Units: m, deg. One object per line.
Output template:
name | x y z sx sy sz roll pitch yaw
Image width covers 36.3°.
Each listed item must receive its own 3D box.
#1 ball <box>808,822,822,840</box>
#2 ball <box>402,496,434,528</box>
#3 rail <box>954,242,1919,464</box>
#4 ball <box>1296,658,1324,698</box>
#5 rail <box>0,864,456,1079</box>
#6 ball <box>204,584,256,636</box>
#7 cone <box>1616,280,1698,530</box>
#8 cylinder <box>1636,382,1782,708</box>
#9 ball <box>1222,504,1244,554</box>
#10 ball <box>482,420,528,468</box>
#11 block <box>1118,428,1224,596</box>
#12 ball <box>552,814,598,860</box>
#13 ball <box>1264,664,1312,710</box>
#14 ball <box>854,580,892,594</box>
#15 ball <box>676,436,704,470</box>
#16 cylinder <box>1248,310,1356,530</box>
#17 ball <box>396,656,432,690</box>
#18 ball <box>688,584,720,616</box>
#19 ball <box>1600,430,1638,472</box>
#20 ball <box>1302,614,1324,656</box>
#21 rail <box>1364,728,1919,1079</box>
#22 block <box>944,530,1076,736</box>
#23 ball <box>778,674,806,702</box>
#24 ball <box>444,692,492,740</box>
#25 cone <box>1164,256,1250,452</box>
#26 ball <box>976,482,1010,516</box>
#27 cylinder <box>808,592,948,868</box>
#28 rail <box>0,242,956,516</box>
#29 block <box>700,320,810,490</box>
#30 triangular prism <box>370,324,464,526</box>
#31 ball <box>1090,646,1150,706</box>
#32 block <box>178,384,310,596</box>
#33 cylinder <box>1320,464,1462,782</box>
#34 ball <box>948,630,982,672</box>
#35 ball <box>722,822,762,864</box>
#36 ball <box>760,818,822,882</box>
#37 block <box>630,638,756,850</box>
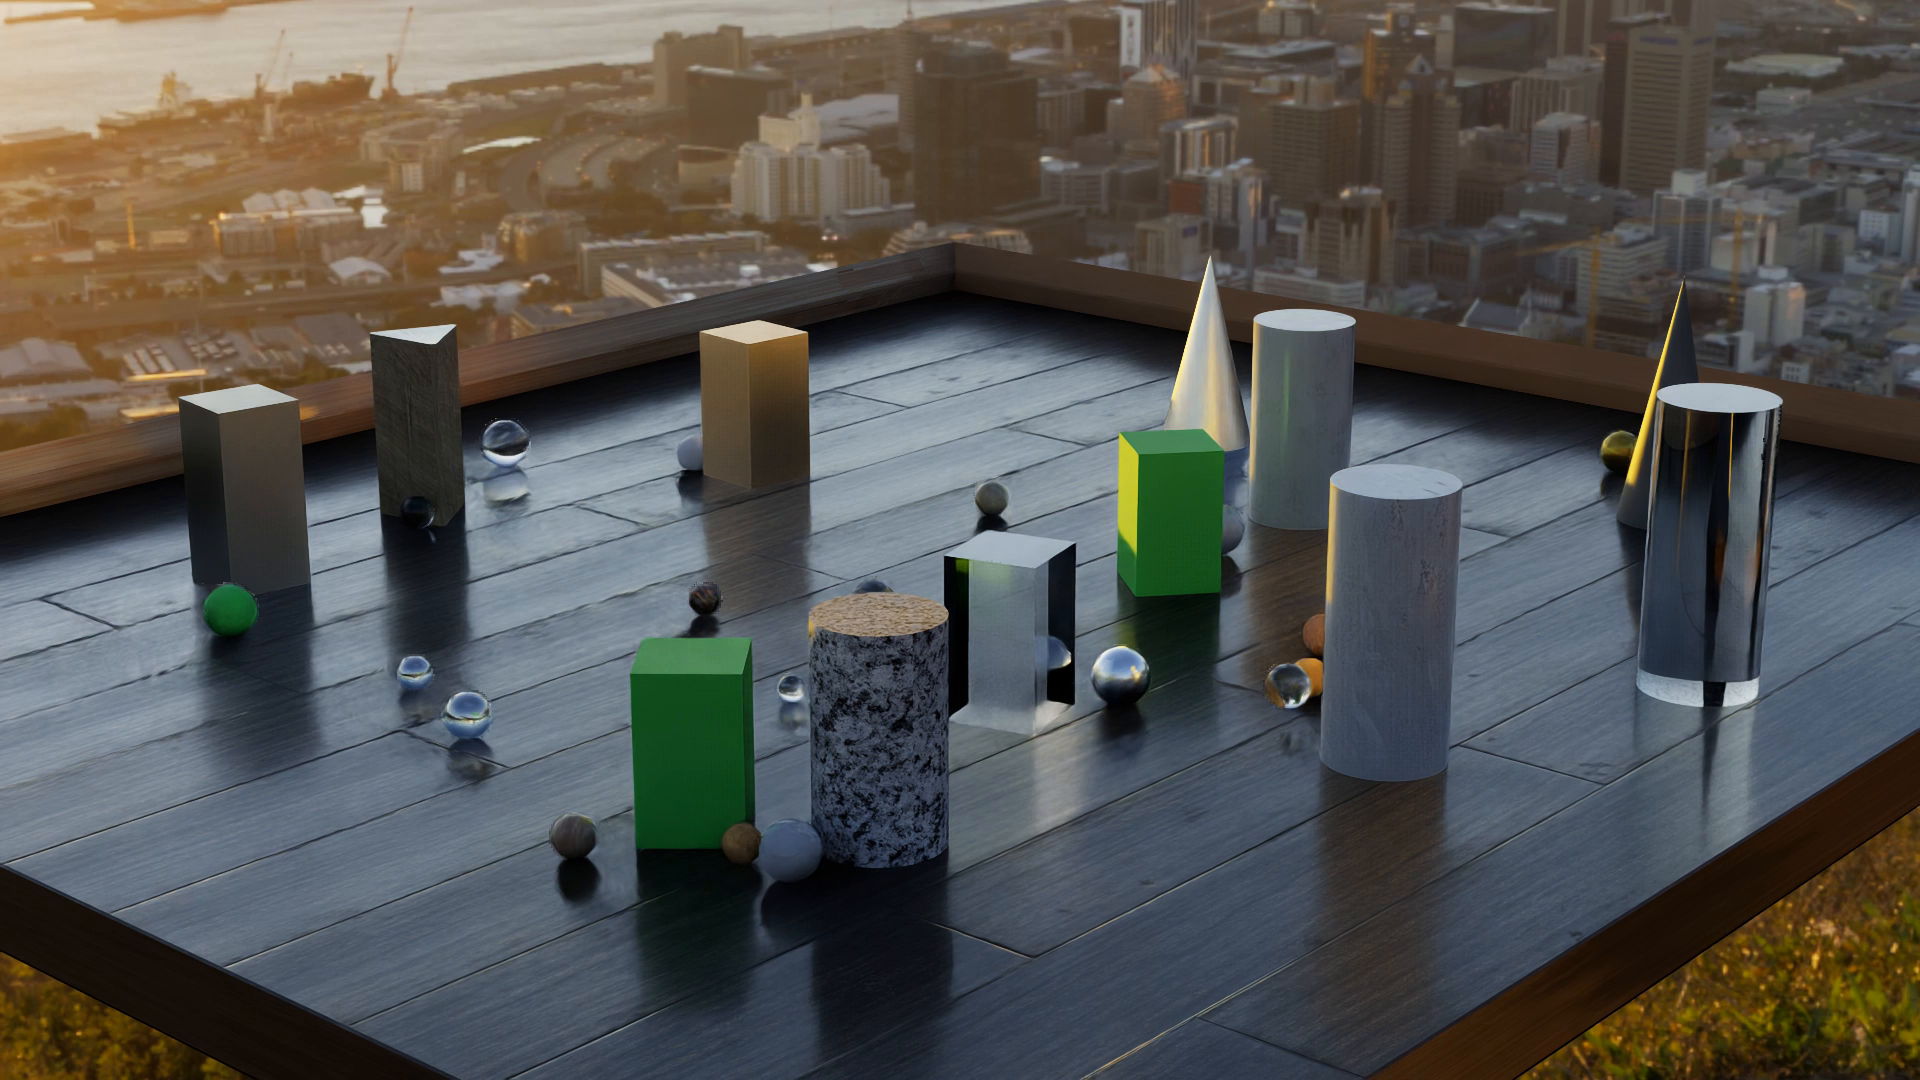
ball | -0.214 0.410 3.992 0.052 0.052 0.052 0 17 0
ball | -1.017 -0.052 5.504 0.062 0.062 0.062 0 17 0
rail | 1.244 -0.383 6.492 3.375 0.123 0.045 14 22 39
ball | 0.550 0.216 4.614 0.063 0.063 0.063 0 17 0
rail | -1.244 0.445 3.749 3.375 0.123 0.045 14 22 39
ball | -1.220 0.118 4.898 0.087 0.087 0.087 0 17 0
cone | 1.344 -0.266 5.508 0.190 0.469 0.190 0 17 0
cylinder | 1.173 0.007 4.598 0.190 0.474 0.190 0 17 0
ball | 0.471 -0.020 5.342 0.095 0.095 0.095 0 17 0
ball | -0.919 -0.195 5.920 0.095 0.095 0.095 0 17 0
block | 0.369 -0.049 5.158 0.152 0.257 0.152 -3 17 -9
ball | -0.525 0.404 3.996 0.062 0.062 0.062 0 17 0
ball | 0.510 0.228 4.560 0.073 0.073 0.073 0 17 0
ball | -0.147 0.101 4.987 0.069 0.069 0.069 0 17 0
ball | -0.534 -0.175 5.895 0.071 0.071 0.071 0 17 0
cylinder | 0.644 -0.229 5.536 0.190 0.382 0.190 0 17 0
ball | -0.864 0.211 4.645 0.056 0.056 0.056 0 17 0
ball | -0.437 0.101 5.011 0.054 0.054 0.054 0 17 0
ball | 1.326 -0.177 5.879 0.084 0.084 0.084 0 17 0
ball | 0.596 0.155 4.804 0.071 0.071 0.071 0 17 0
rail | 1.256 0.346 4.076 0.045 0.123 3.841 14 22 39
block | 0.077 0.141 4.513 0.152 0.266 0.152 8 19 25
ball | -0.264 0.232 4.595 0.044 0.044 0.044 0 17 0
ball | -0.745 0.265 4.436 0.073 0.073 0.073 0 17 0
cone | 0.514 -0.397 6.072 0.190 0.395 0.190 0 17 0
ball | 0.061 -0.079 5.590 0.065 0.065 0.065 0 17 0
cylinder | -0.110 0.258 4.013 0.190 0.331 0.190 0 17 0
rail | -1.256 -0.285 6.165 0.045 0.123 3.841 14 22 39
block | -0.407 -0.270 5.828 0.152 0.293 0.152 -15 23 -41
triangular prism | -1.002 -0.225 5.576 0.164 0.351 0.142 11 20 33
ball | 0.251 0.213 4.575 0.093 0.093 0.093 0 17 0
block | -1.255 -0.086 5.149 0.152 0.334 0.152 -14 22 -38
cylinder | 0.631 0.120 4.303 0.190 0.428 0.190 0 17 0
ball | 0.003 0.179 4.728 0.068 0.068 0.068 0 17 0
ball | -0.296 0.411 3.980 0.057 0.057 0.057 0 17 0
ball | -0.226 0.415 3.920 0.085 0.085 0.085 0 17 0
block | -0.369 0.281 4.069 0.152 0.255 0.152 0 17 1
